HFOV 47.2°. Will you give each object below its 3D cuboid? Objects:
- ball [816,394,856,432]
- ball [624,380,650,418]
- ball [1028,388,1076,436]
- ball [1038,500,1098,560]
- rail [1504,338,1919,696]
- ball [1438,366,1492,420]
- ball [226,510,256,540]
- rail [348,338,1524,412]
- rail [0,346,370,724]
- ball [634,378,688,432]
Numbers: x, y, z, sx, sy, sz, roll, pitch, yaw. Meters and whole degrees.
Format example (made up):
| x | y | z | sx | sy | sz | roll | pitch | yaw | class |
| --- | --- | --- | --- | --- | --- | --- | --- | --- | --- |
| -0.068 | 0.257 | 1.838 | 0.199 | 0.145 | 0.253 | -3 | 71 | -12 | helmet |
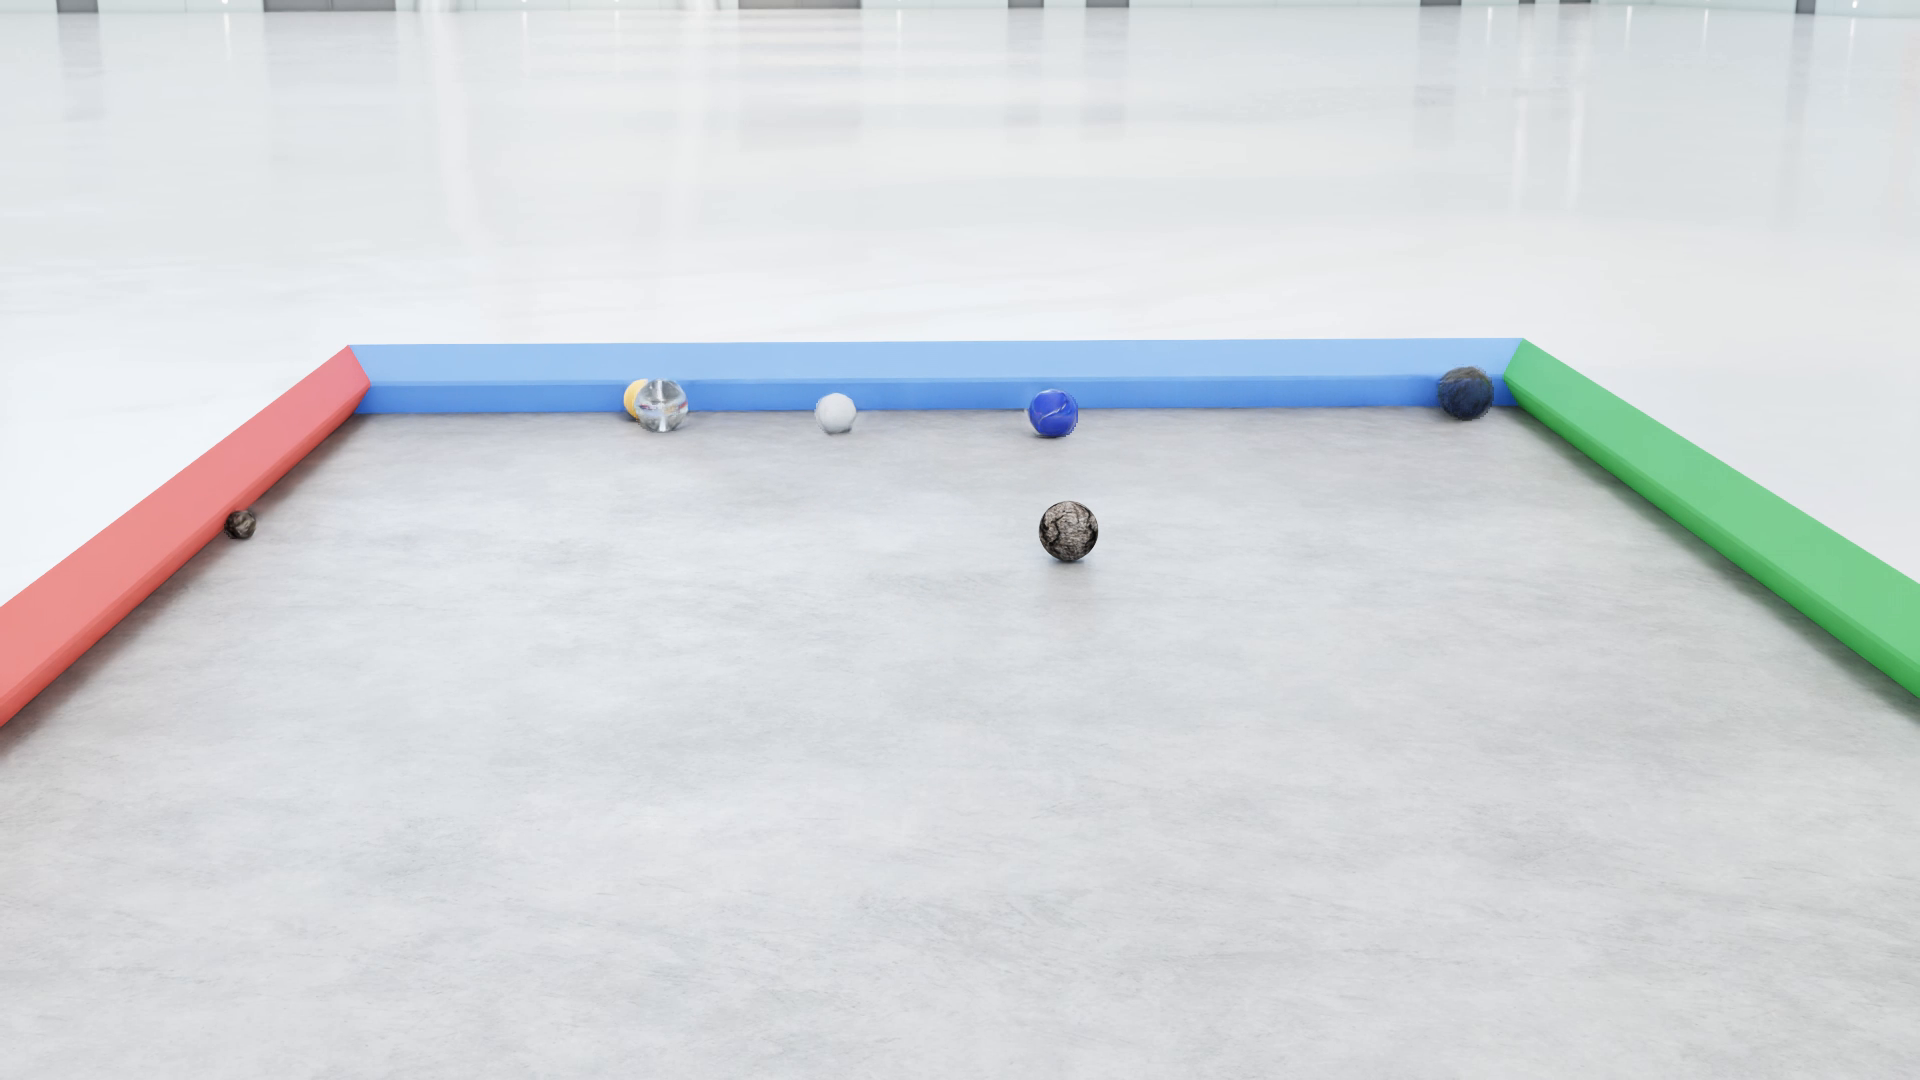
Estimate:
| x | y | z | sx | sy | sz | roll | pitch | yaw | class |
| --- | --- | --- | --- | --- | --- | --- | --- | --- | --- |
| -0.206 | -0.212 | 3.668 | 0.066 | 0.066 | 0.066 | 0 | 15 | 0 | ball |
| -0.541 | -0.240 | 3.764 | 0.070 | 0.070 | 0.070 | 0 | 15 | 0 | ball |
| 0.153 | -0.210 | 3.636 | 0.079 | 0.079 | 0.079 | 0 | 15 | 0 | ball |
| 0.144 | -0.012 | 2.909 | 0.080 | 0.080 | 0.080 | 0 | 15 | 0 | ball |
| 1.034 | 0.232 | 1.935 | 0.045 | 0.119 | 4.028 | -1 | 15 | -2 | rail |
| 0.865 | -0.253 | 3.770 | 0.092 | 0.092 | 0.092 | 0 | 15 | 0 | ball |
| -0.986 | -0.021 | 3.017 | 0.040 | 0.040 | 0.040 | 0 | 15 | 0 | ball |
| -0.033 | -0.282 | 3.822 | 2.049 | 0.119 | 0.045 | -1 | 15 | -2 | rail |
| -0.967 | 0.249 | 1.870 | 0.045 | 0.119 | 4.028 | -1 | 15 | -2 | rail |
| -0.499 | -0.225 | 3.674 | 0.089 | 0.089 | 0.089 | 0 | 15 | 0 | ball |
